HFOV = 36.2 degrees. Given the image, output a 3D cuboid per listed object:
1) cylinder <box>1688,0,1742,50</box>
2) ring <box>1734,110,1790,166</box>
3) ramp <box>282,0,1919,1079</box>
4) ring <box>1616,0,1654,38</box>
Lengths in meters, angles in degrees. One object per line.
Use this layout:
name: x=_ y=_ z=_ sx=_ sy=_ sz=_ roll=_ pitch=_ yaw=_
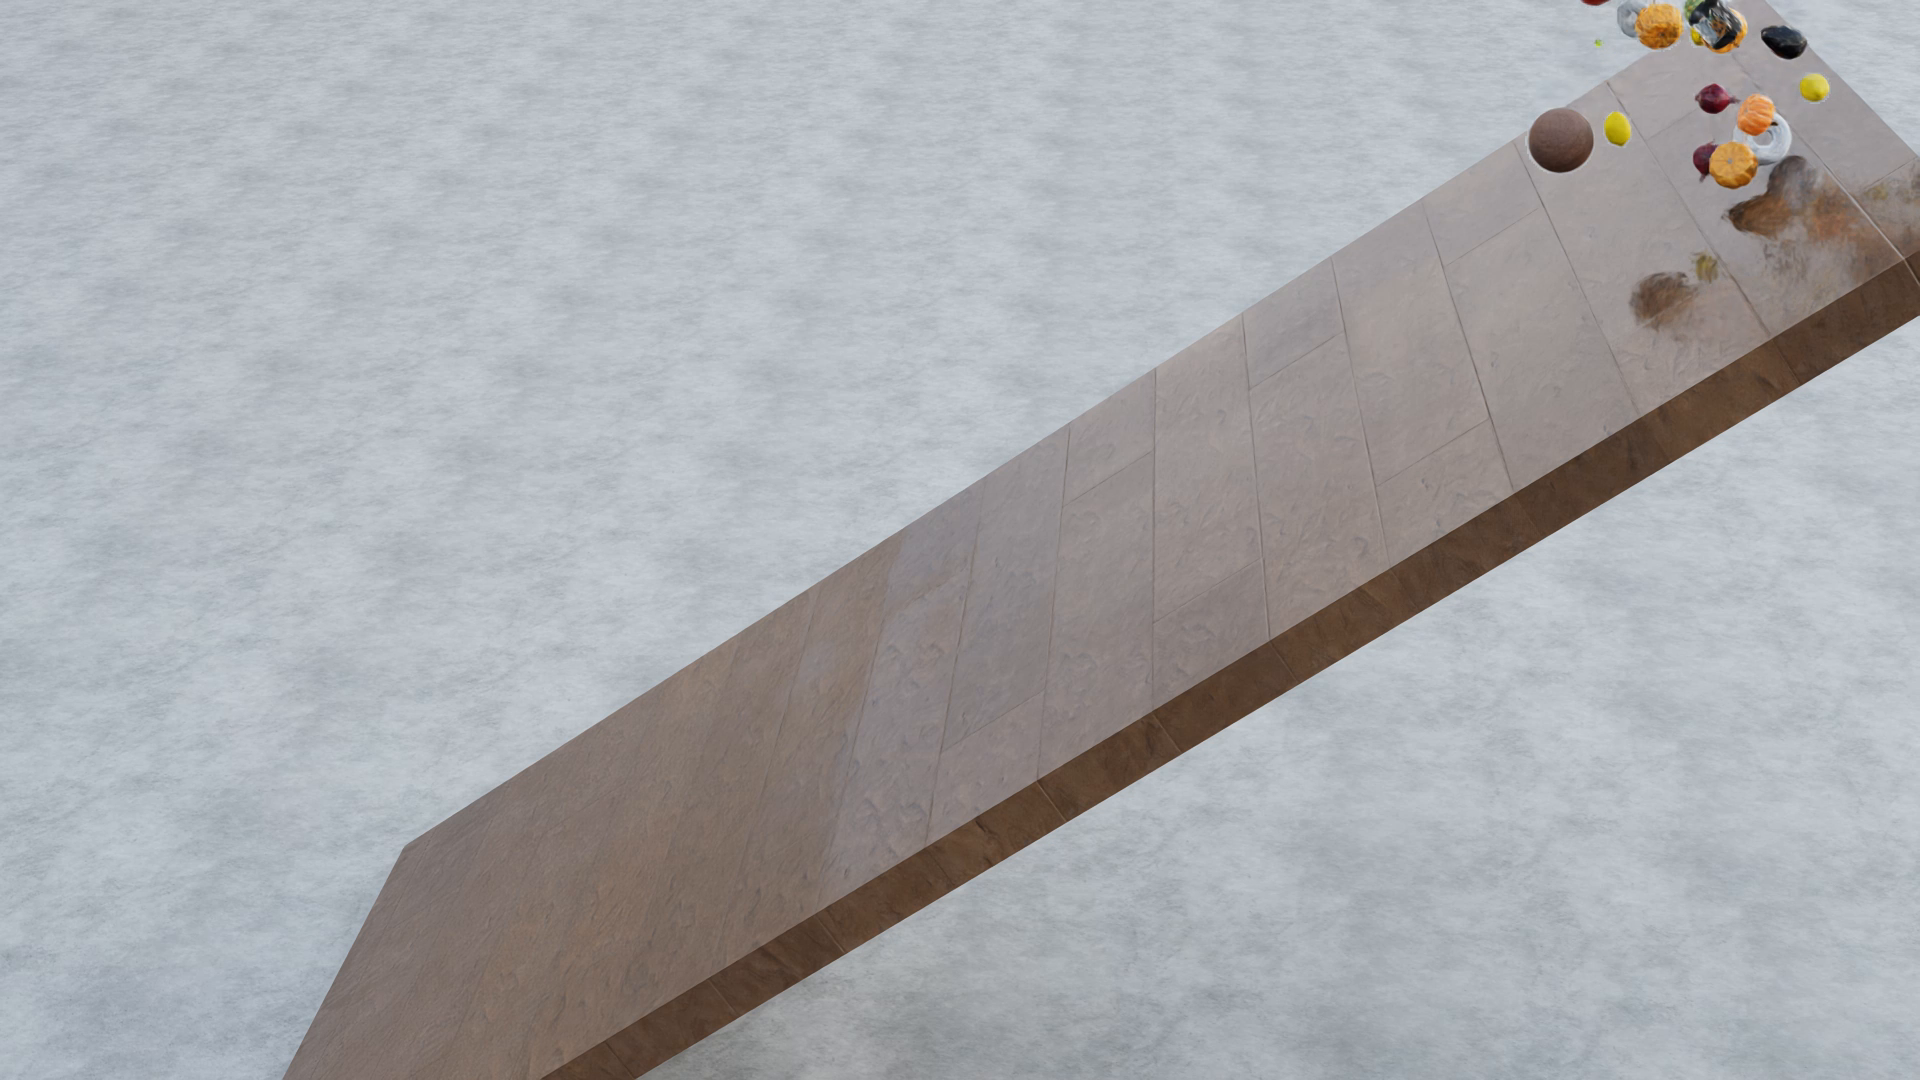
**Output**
cylinder: x=1.435 y=-0.983 z=5.588 sx=0.071 sy=0.071 sz=0.071 roll=39 pitch=13 yaw=-18
ring: x=1.538 y=-0.772 z=5.640 sx=0.110 sy=0.110 sz=0.037 roll=0 pitch=-11 yaw=0
ramp: x=0.136 y=0.174 z=6.305 sx=4.000 sy=0.100 sz=2.000 roll=-32 pitch=16 yaw=15
ring: x=1.357 y=-1.048 z=5.911 sx=0.083 sy=0.083 sz=0.028 roll=19 pitch=41 yaw=40
